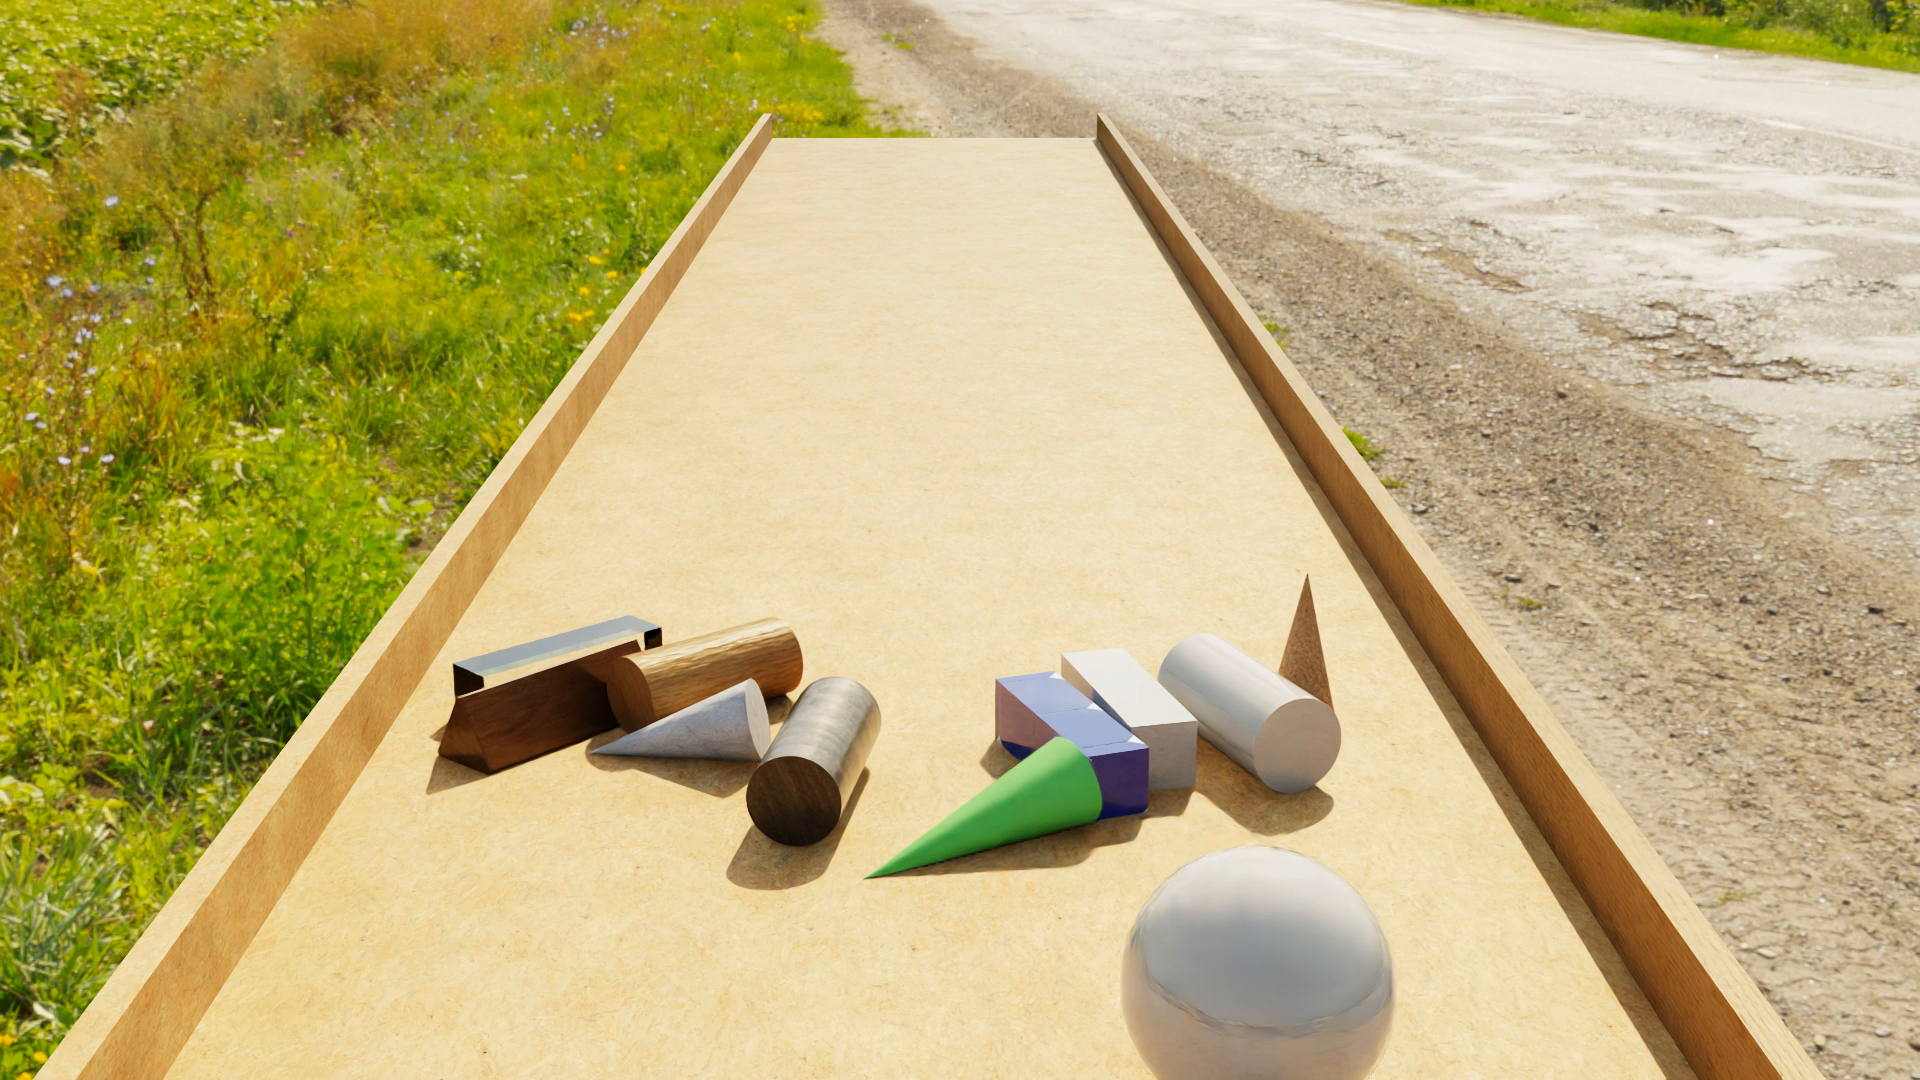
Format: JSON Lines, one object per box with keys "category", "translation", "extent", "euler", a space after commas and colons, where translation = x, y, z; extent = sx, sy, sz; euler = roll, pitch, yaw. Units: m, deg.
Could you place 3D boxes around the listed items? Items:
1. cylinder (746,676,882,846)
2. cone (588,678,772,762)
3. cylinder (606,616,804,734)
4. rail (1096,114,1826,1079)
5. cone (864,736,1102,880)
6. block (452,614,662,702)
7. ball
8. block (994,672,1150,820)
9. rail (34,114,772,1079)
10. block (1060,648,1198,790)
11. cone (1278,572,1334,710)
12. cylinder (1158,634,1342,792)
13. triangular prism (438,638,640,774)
{"category": "cylinder", "translation": [-0.242, 0.368, 3.713], "extent": [0.157, 0.157, 0.373], "euler": [2, 17, 8]}
{"category": "cone", "translation": [-0.513, 0.351, 3.918], "extent": [0.321, 0.150, 0.150], "euler": [-12, 15, 8]}
{"category": "cylinder", "translation": [-0.474, 0.253, 4.111], "extent": [0.342, 0.150, 0.150], "euler": [-14, 22, -40]}
{"category": "rail", "translation": [0.932, -0.844, 7.801], "extent": [0.050, 0.150, 12.000], "euler": [0, 17, -1]}
{"category": "cone", "translation": [0.017, 0.464, 3.536], "extent": [0.418, 0.152, 0.152], "euler": [-22, 25, -28]}
{"category": "block", "translation": [-0.762, 0.250, 4.203], "extent": [0.405, 0.105, 0.105], "euler": [-16, 23, -42]}
{"category": "ball", "translation": [0.372, 0.556, 2.752], "extent": [0.346, 0.346, 0.346], "euler": [0, 17, 0]}
{"category": "block", "translation": [0.189, 0.354, 3.834], "extent": [0.116, 0.116, 0.400], "euler": [-6, 18, -20]}
{"category": "rail", "translation": [-1.118, -0.838, 7.780], "extent": [0.050, 0.150, 12.000], "euler": [0, 17, -1]}
{"category": "block", "translation": [0.297, 0.318, 3.946], "extent": [0.121, 0.121, 0.388], "euler": [-4, 17, -15]}
{"category": "cone", "translation": [0.622, 0.206, 3.979], "extent": [0.143, 0.316, 0.143], "euler": [0, 17, 0]}
{"category": "cylinder", "translation": [0.509, 0.303, 3.909], "extent": [0.172, 0.172, 0.364], "euler": [-6, 18, -21]}
{"category": "triangular prism", "translation": [-0.746, 0.290, 4.020], "extent": [0.144, 0.125, 0.412], "euler": [13, 21, 38]}
